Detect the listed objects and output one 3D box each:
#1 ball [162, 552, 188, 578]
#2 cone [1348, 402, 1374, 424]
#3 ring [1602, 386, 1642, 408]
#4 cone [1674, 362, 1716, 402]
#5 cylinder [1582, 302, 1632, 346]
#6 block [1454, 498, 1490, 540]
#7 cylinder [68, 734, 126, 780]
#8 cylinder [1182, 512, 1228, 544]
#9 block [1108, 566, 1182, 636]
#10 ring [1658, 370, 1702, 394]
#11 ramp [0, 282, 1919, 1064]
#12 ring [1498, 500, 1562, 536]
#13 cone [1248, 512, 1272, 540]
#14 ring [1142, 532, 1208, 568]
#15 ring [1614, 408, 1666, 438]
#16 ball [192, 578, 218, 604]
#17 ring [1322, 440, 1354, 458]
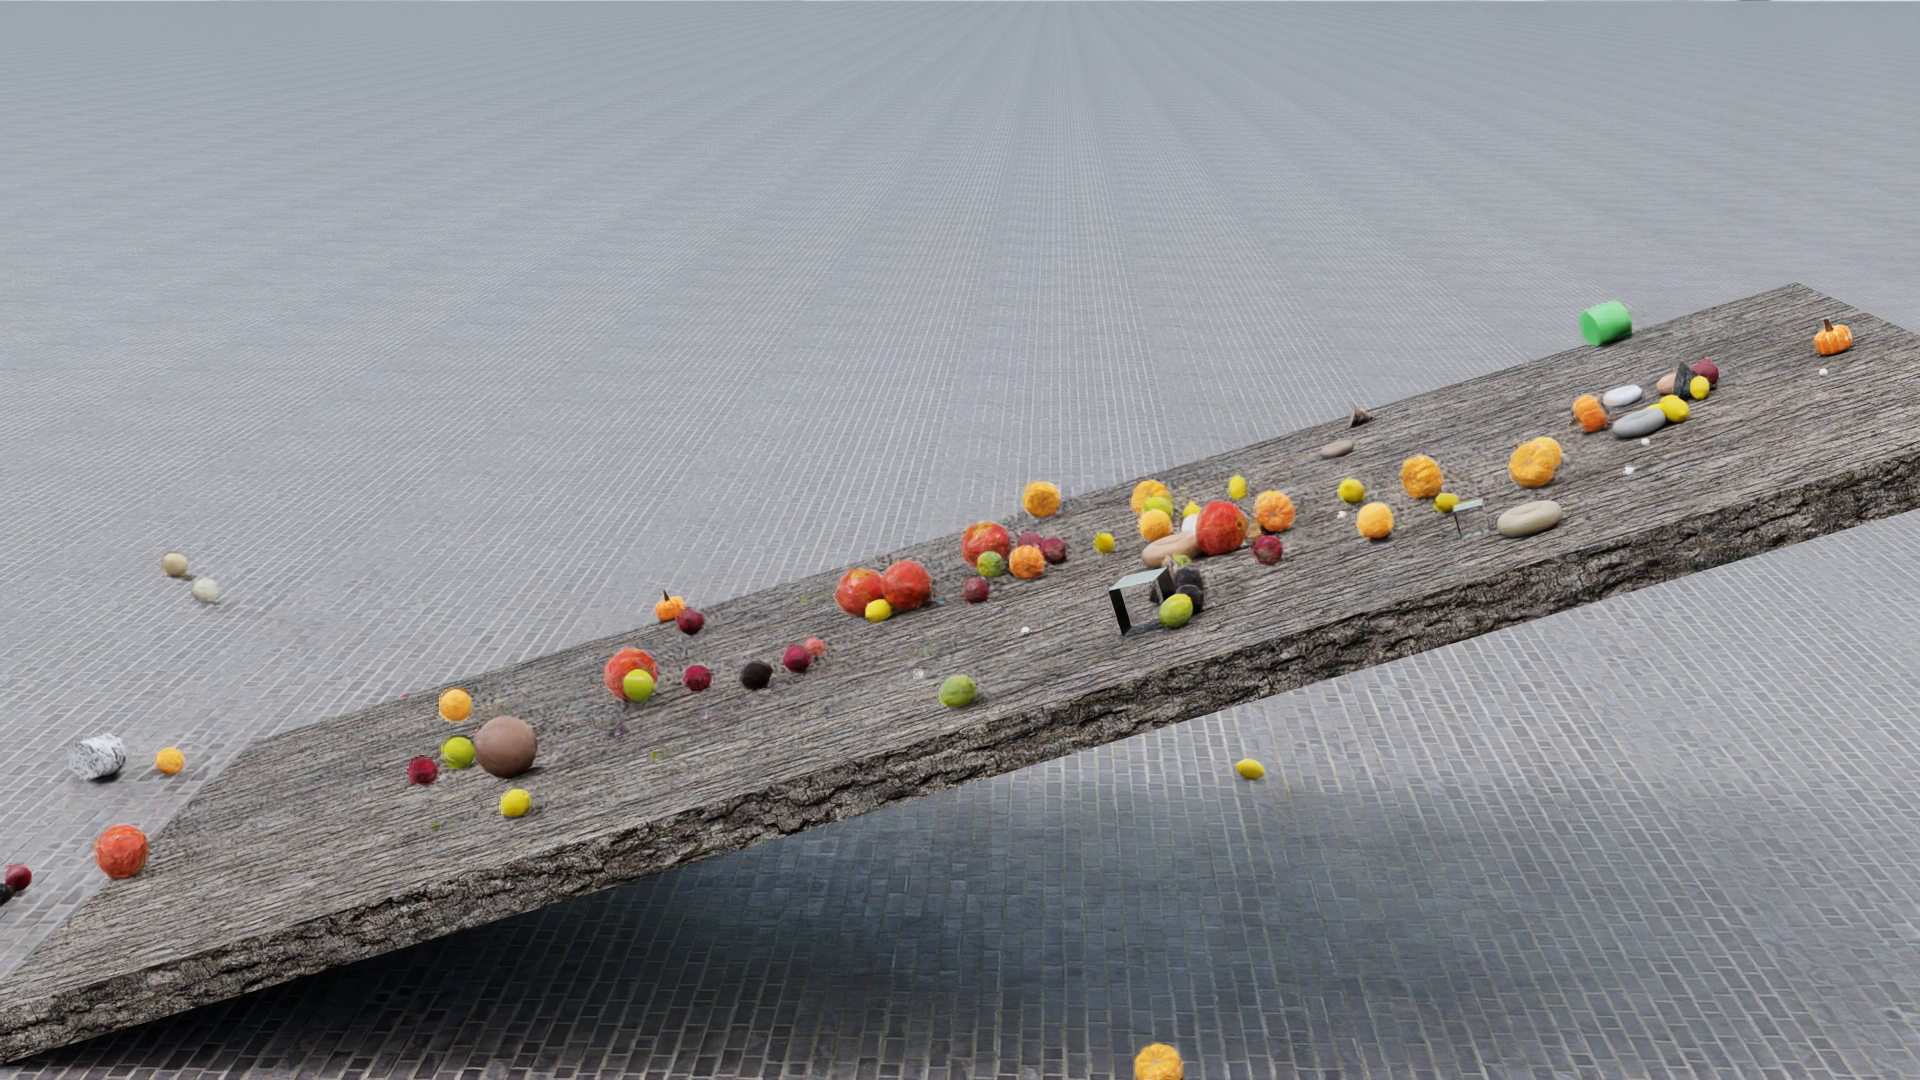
[{"bbox_3d":[-2.646,0.084,9.914,0.084,0.084,0.084,0,11,0],"label":"ball"},{"bbox_3d":[0.970,-0.297,7.061,0.058,0.058,0.058,21,13,3],"label":"cone"},{"bbox_3d":[1.430,-0.310,6.350,0.086,0.029,0.086,-18,11,4],"label":"ring"},{"bbox_3d":[1.556,-0.326,6.200,0.083,0.083,0.083,10,11,0],"label":"cone"},{"bbox_3d":[1.560,-0.521,7.098,0.086,0.086,0.086,-20,16,-13],"label":"cylinder"},{"bbox_3d":[0.974,-0.040,5.594,0.056,0.056,0.056,-15,10,14],"label":"block"},{"bbox_3d":[-2.193,0.552,7.480,0.099,0.099,0.099,5,12,23],"label":"cylinder"},{"bbox_3d":[0.519,-0.023,6.234,0.069,0.069,0.069,-10,3,-41],"label":"cylinder"},{"bbox_3d":[0.357,0.119,5.671,0.095,0.095,0.095,-13,11,25],"label":"block"},{"bbox_3d":[1.542,-0.338,6.303,0.097,0.032,0.097,-16,11,3],"label":"ring"},{"bbox_3d":[0.096,0.185,6.315,4.000,0.100,2.000,-17,10,5],"label":"ramp"},{"bbox_3d":[1.062,-0.039,5.485,0.123,0.041,0.123,-18,9,3],"label":"ring"},{"bbox_3d":[0.622,-0.035,6.171,0.052,0.052,0.052,-17,10,3],"label":"cone"},{"bbox_3d":[0.451,0.021,6.174,0.144,0.048,0.144,-17,9,3],"label":"ring"},{"bbox_3d":[1.389,-0.238,6.012,0.109,0.036,0.109,-21,9,3],"label":"ring"},{"bbox_3d":[-2.441,0.164,9.518,0.081,0.081,0.081,0,11,0],"label":"ball"},{"bbox_3d":[0.868,-0.209,6.767,0.075,0.025,0.075,-16,11,3],"label":"ring"}]
